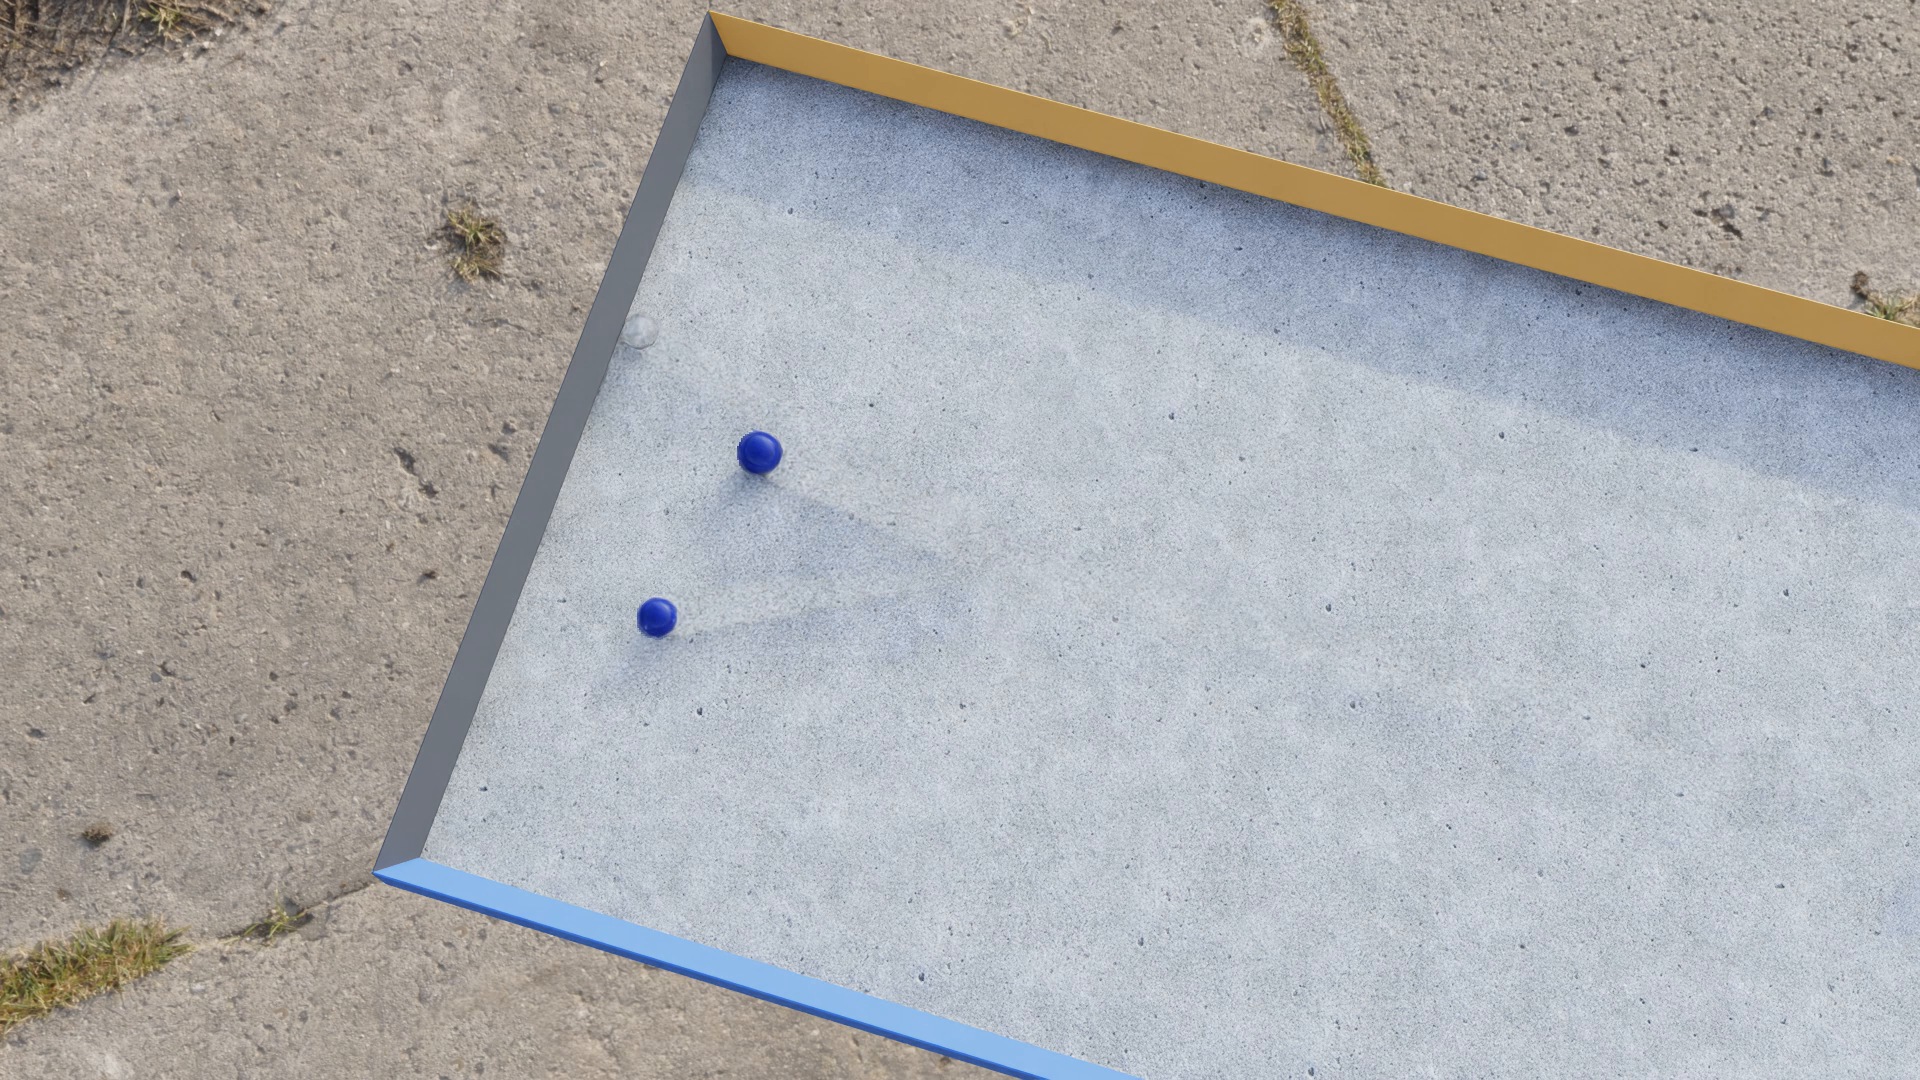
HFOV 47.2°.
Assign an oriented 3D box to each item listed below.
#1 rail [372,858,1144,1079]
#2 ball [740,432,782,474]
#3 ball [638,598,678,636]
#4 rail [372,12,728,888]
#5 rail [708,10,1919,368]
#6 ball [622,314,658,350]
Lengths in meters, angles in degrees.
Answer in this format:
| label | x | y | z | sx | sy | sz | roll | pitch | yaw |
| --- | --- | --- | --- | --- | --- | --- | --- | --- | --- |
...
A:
| label | x | y | z | sx | sy | sz | roll | pitch | yaw |
| --- | --- | --- | --- | --- | --- | --- | --- | --- | --- |
| rail | 0.428 | 0.840 | 3.121 | 2.669 | 0.088 | 0.045 | 16 | 72 | 5 |
| ball | -0.315 | -0.137 | 3.470 | 0.068 | 0.068 | 0.068 | 0 | 71 | 0 |
| ball | -0.465 | 0.118 | 3.385 | 0.061 | 0.061 | 0.061 | 0 | 71 | 0 |
| rail | -0.616 | -0.180 | 3.473 | 0.045 | 0.088 | 1.514 | 16 | 72 | 5 |
| rail | 0.850 | -0.487 | 3.579 | 2.669 | 0.088 | 0.045 | 16 | 72 | 5 |
| ball | -0.515 | -0.336 | 3.544 | 0.057 | 0.057 | 0.057 | 0 | 71 | 0 |
